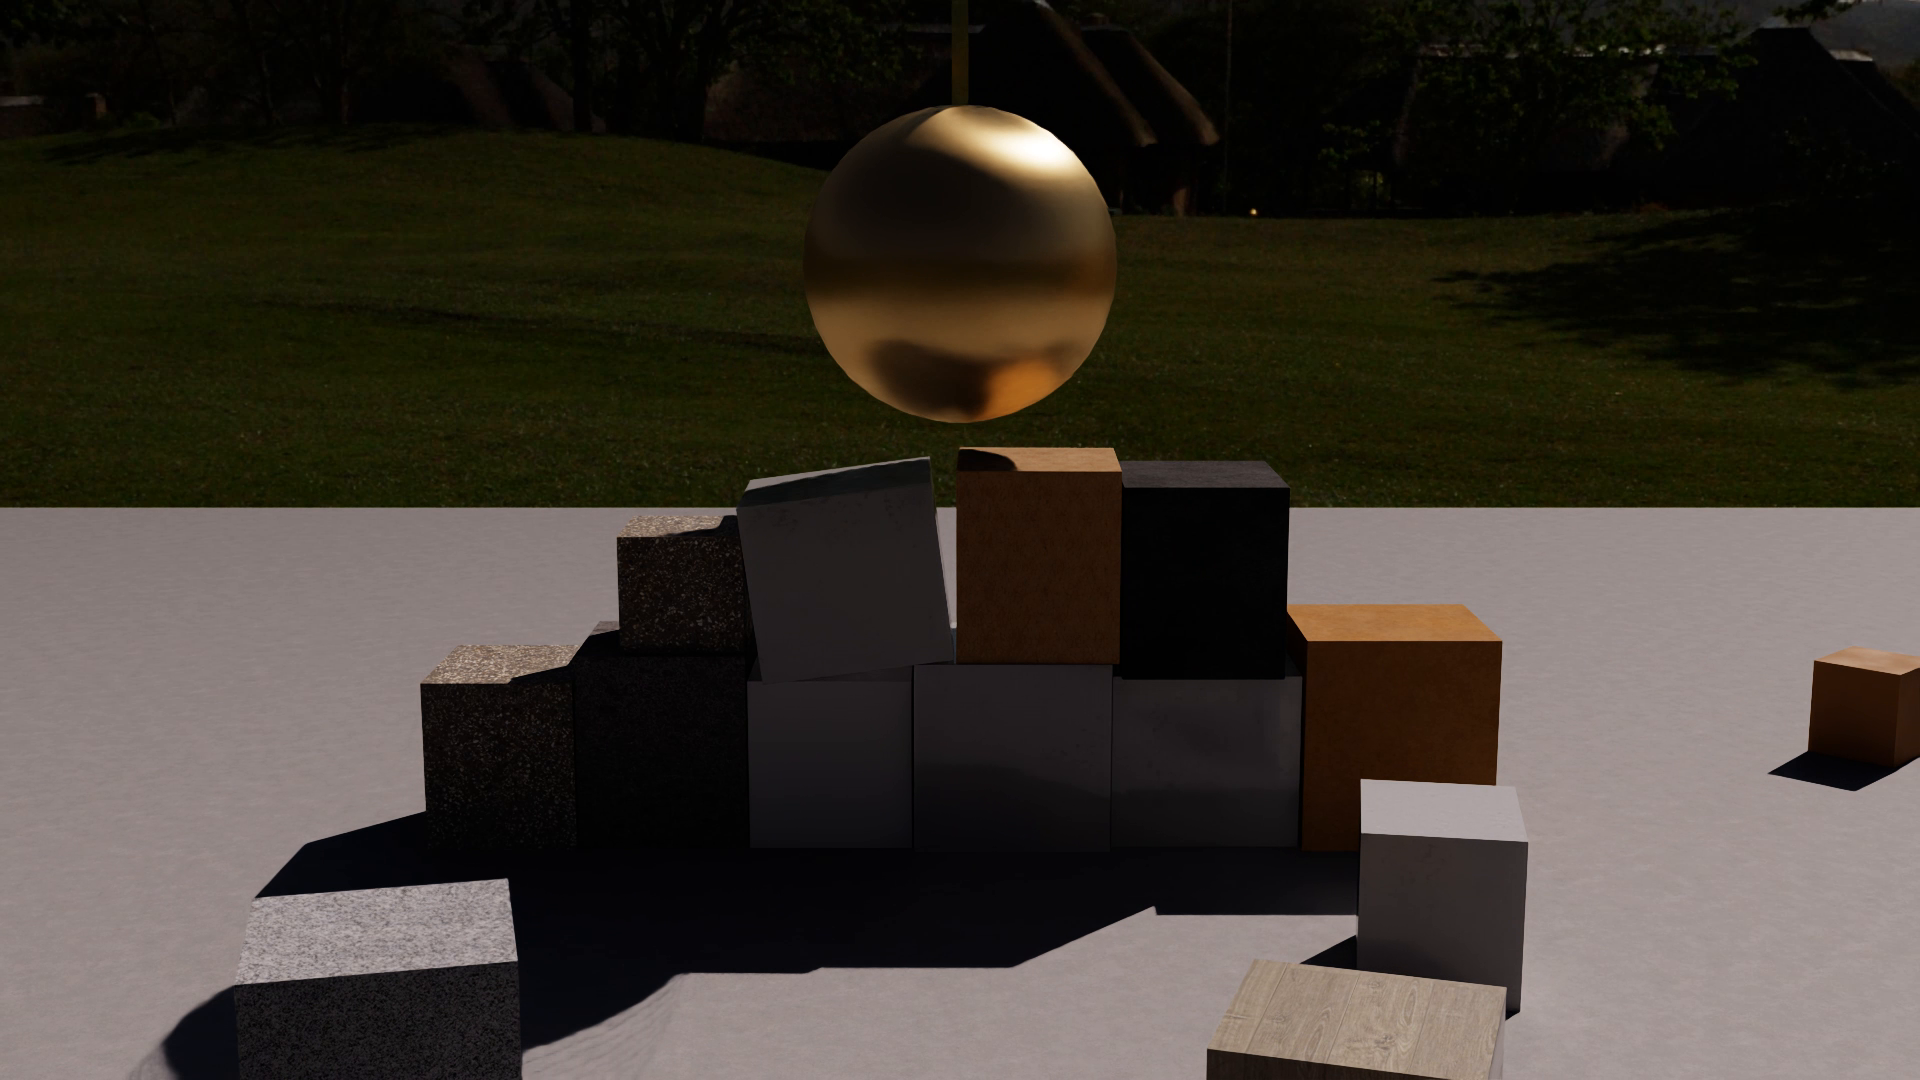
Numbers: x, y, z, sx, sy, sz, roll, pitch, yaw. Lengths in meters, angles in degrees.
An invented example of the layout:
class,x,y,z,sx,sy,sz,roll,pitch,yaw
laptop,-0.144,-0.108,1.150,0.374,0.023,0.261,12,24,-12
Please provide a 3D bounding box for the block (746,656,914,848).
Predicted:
class,x,y,z,sx,sy,sz,roll,pitch,yaw
block,-0.649,1.051,11.383,0.815,0.860,0.822,0,10,0

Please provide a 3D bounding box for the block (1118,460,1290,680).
class,x,y,z,sx,sy,sz,roll,pitch,yaw
block,1.202,0.136,11.208,0.802,0.960,0.903,0,10,0

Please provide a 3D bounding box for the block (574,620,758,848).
class,x,y,z,sx,sy,sz,roll,pitch,yaw
block,-1.488,0.990,11.360,0.848,0.988,0.827,0,10,0

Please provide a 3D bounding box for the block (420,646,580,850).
class,x,y,z,sx,sy,sz,roll,pitch,yaw
block,-2.294,1.056,11.358,0.749,0.859,0.839,0,10,0

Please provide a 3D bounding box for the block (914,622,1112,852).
class,x,y,z,sx,sy,sz,roll,pitch,yaw
block,0.261,1.000,11.381,0.976,0.960,0.970,0,10,0

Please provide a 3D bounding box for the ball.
class,x,y,z,sx,sy,sz,roll,pitch,yaw
ball,0.000,-1.397,11.157,1.600,1.600,1.600,0,10,0

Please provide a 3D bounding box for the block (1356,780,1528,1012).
class,x,y,z,sx,sy,sz,roll,pitch,yaw
block,2.029,1.491,9.347,0.663,0.722,0.781,2,10,10

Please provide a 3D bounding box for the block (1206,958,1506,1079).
class,x,y,z,sx,sy,sz,roll,pitch,yaw
block,1.302,1.892,7.186,0.854,0.706,0.807,3,11,18

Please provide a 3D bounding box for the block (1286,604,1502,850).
class,x,y,z,sx,sy,sz,roll,pitch,yaw
block,2.189,0.949,11.335,0.959,1.077,0.864,0,10,0

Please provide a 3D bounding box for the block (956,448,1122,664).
class,x,y,z,sx,sy,sz,roll,pitch,yaw
block,0.391,0.064,11.168,0.803,0.959,0.834,0,10,1

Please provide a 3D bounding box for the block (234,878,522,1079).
class,x,y,z,sx,sy,sz,roll,pitch,yaw
block,-1.978,1.745,7.576,0.886,0.855,0.839,-2,11,-13

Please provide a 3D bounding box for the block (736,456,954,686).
class,x,y,z,sx,sy,sz,roll,pitch,yaw
block,-0.565,0.136,11.195,0.953,0.888,0.926,-8,10,0

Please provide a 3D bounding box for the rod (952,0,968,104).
class,x,y,z,sx,sy,sz,roll,pitch,yaw
rod,0.000,-4.717,10.423,0.080,5.200,0.080,0,12,0

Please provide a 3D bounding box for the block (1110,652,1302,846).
class,x,y,z,sx,sy,sz,roll,pitch,yaw
block,1.230,1.040,11.380,0.940,0.881,0.790,0,10,0

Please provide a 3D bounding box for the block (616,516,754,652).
class,x,y,z,sx,sy,sz,roll,pitch,yaw
block,-1.388,0.217,11.208,0.618,0.586,0.625,0,10,-1

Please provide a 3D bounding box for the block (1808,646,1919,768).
class,x,y,z,sx,sy,sz,roll,pitch,yaw
block,5.299,0.961,12.770,0.525,0.541,0.499,-10,14,-44
